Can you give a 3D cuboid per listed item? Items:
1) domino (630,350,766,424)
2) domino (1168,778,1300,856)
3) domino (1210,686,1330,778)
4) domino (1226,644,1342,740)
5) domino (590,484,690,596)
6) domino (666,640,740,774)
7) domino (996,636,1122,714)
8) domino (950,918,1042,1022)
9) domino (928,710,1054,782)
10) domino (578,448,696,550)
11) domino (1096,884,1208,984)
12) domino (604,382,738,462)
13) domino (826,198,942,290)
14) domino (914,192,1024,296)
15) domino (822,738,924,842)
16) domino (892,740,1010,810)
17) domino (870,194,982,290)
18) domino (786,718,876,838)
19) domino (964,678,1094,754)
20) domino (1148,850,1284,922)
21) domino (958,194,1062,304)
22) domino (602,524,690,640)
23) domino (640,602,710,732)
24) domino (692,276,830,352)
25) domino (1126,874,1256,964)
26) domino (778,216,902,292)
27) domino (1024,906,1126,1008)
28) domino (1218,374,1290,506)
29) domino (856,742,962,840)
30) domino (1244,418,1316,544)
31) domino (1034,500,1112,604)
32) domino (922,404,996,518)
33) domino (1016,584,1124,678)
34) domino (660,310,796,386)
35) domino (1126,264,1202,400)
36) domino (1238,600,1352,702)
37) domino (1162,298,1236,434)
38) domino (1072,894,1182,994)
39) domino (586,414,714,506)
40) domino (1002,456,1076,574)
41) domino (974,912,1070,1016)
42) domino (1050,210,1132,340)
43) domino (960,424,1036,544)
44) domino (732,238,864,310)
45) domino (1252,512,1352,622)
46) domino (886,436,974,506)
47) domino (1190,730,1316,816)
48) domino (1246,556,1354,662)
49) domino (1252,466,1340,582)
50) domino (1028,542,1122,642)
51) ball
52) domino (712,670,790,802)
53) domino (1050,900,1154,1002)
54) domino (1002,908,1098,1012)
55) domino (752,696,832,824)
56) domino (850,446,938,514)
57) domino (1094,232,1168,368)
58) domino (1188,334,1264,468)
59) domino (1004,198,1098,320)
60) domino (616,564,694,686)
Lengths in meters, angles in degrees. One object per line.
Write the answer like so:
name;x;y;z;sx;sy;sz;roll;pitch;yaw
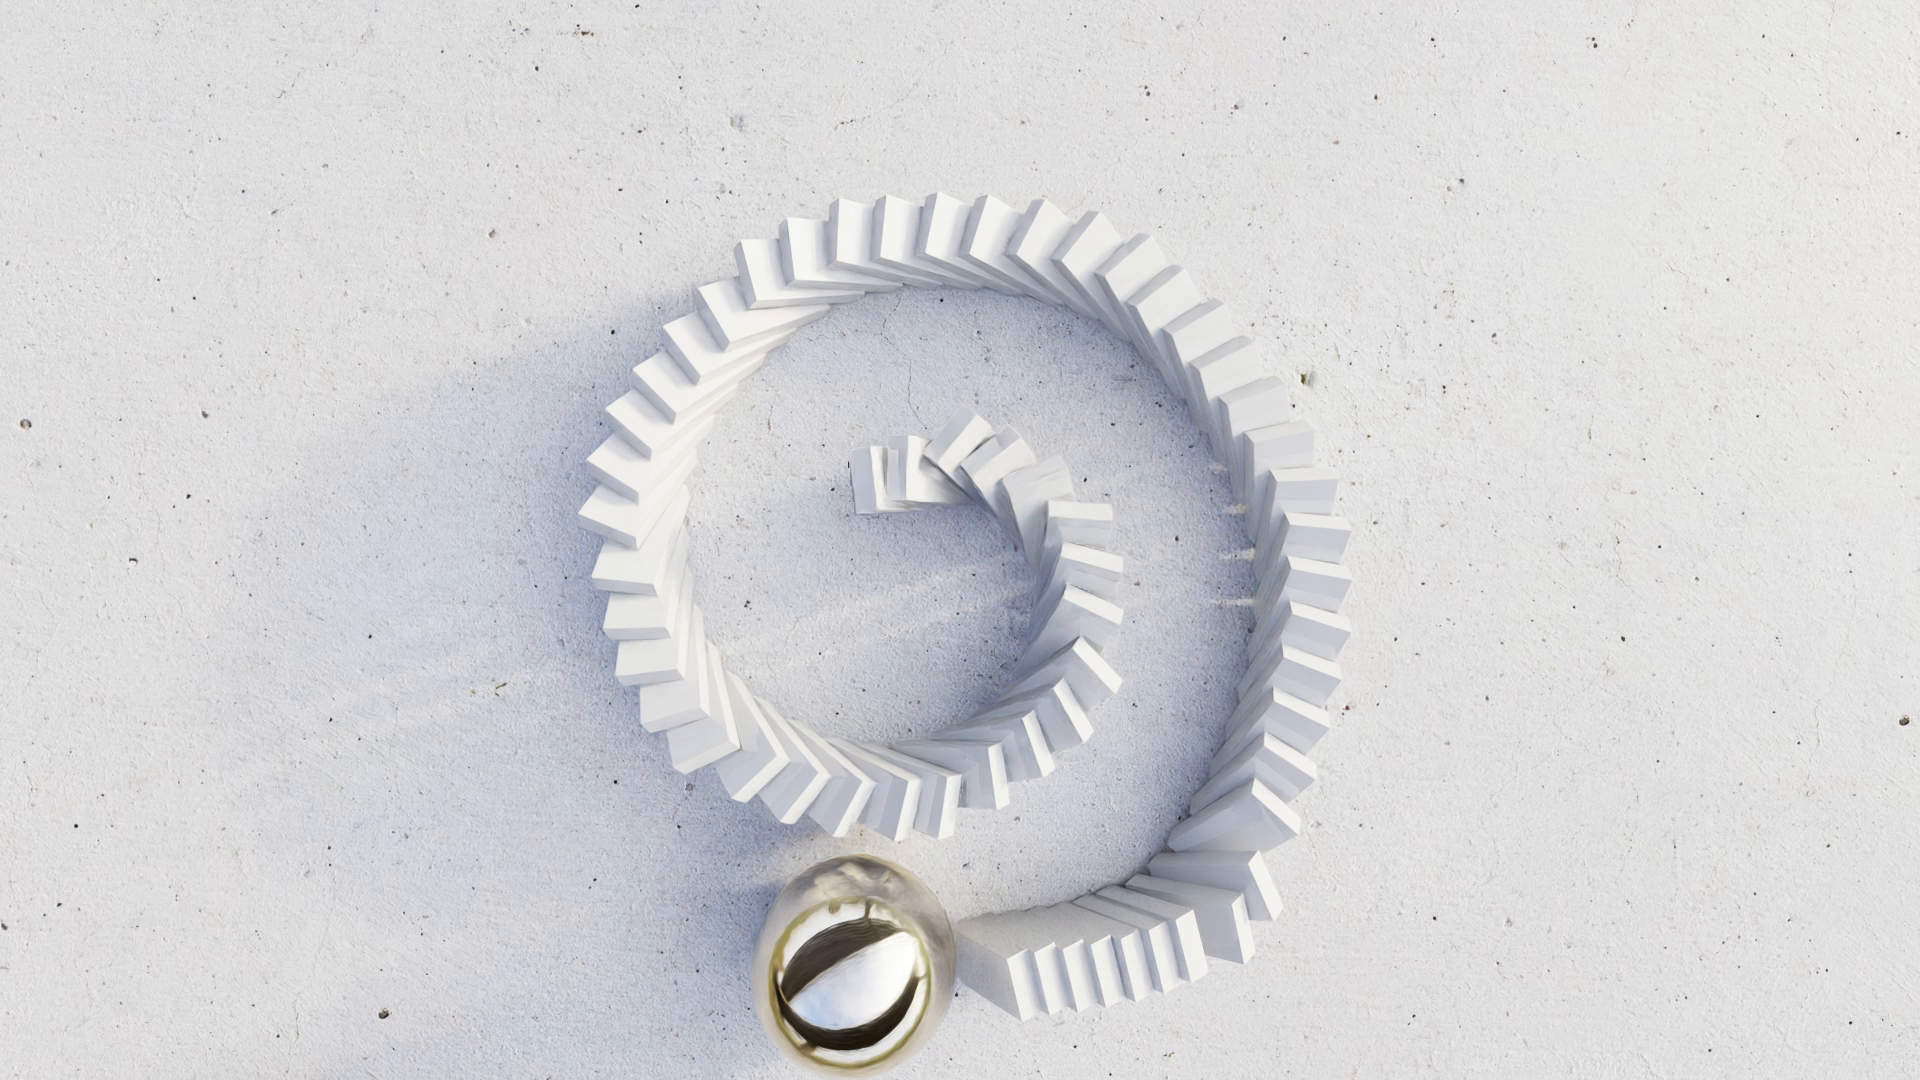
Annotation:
domino;-0.108;-0.072;0.382;0.025;0.009;0.050;45;56;0
domino;0.113;0.121;0.382;0.025;0.009;0.050;42;126;0
domino;0.128;0.086;0.383;0.025;0.009;0.050;26;123;0
domino;0.134;0.068;0.382;0.025;0.010;0.050;21;123;0
domino;-0.132;-0.002;0.382;0.025;0.010;0.050;6;56;0
domino;-0.110;0.069;0.382;0.025;0.010;0.050;-25;55;1
domino;0.040;0.063;0.381;0.025;0.010;0.050;47;127;-1
domino;0.013;0.175;0.376;0.010;0.050;0.025;-14;90;-29
domino;0.013;0.088;0.381;0.050;0.009;0.025;-20;90;36
domino;-0.133;-0.022;0.382;0.025;0.010;0.050;22;55;0
domino;0.078;0.160;0.376;0.009;0.050;0.025;-14;90;-30
domino;-0.120;-0.058;0.382;0.025;0.010;0.050;41;56;1
domino;-0.030;-0.123;0.382;0.050;0.010;0.025;3;90;-34
domino;0.007;-0.123;0.382;0.050;0.010;0.025;12;90;-33
domino;-0.040;0.103;0.381;0.050;0.010;0.025;15;93;37
domino;-0.004;0.097;0.382;0.050;0.010;0.025;-8;90;36
domino;-0.012;-0.123;0.382;0.050;0.009;0.025;6;90;-34
domino;-0.060;0.098;0.382;0.050;0.009;0.025;28;90;35
domino;0.028;0.078;0.381;0.050;0.009;0.025;-29;91;36
domino;0.104;0.143;0.378;0.009;0.050;0.025;-26;92;-44
domino;0.025;-0.120;0.382;0.050;0.009;0.025;18;90;-33
domino;-0.130;0.017;0.382;0.025;0.009;0.050;-2;56;0
domino;-0.120;0.052;0.382;0.025;0.009;0.050;-16;55;0
domino;-0.082;-0.099;0.382;0.050;0.009;0.025;-31;90;-34
domino;0.094;0.156;0.378;0.050;0.010;0.025;-8;96;45
domino;-0.049;-0.118;0.382;0.050;0.010;0.025;-7;89;-34
domino;0.045;0.170;0.376;0.009;0.050;0.025;-14;90;-29
domino;0.125;-0.041;0.382;0.025;0.010;0.050;-20;123;0
domino;-0.024;0.104;0.381;0.050;0.009;0.025;9;91;37
domino;0.133;-0.024;0.382;0.025;0.010;0.050;-12;124;0
domino;0.046;0.007;0.380;0.025;0.009;0.050;4;132;0
domino;0.008;-0.031;0.378;0.025;0.050;0.010;-50;51;0
domino;0.045;0.043;0.381;0.025;0.009;0.050;26;129;0
domino;-0.096;-0.086;0.382;0.050;0.010;0.025;-37;90;-34
domino;0.091;-0.086;0.382;0.025;0.010;0.050;-38;123;0
domino;0.139;0.051;0.382;0.025;0.010;0.050;18;123;0
domino;0.104;-0.072;0.382;0.025;0.009;0.050;-30;123;0
domino;0.067;0.164;0.376;0.009;0.050;0.025;-14;90;-30
domino;-0.128;-0.040;0.382;0.025;0.009;0.050;32;56;1
domino;0.036;-0.010;0.379;0.025;0.009;0.050;-21;135;0
domino;0.024;0.172;0.376;0.009;0.050;0.025;-14;90;-29
domino;0.062;-0.109;0.382;0.050;0.010;0.025;39;89;-34
domino;0.022;-0.022;0.378;0.025;0.050;0.010;-38;48;0
domino;-0.067;-0.112;0.382;0.050;0.010;0.025;-15;90;-34
domino;0.142;0.013;0.382;0.025;0.010;0.050;6;123;-1
domino;-0.011;-0.028;0.376;0.009;0.050;0.025;1;90;32
domino;0.121;0.104;0.382;0.025;0.010;0.050;33;123;0
domino;0.141;0.032;0.382;0.025;0.010;0.050;11;123;0
domino;0.139;-0.006;0.382;0.025;0.010;0.050;-3;124;-1
domino;0.047;0.025;0.380;0.025;0.010;0.050;16;130;0
ball;-0.041;0.166;0.360;0.080;0.080;0.080;0;90;0
domino;-0.094;0.081;0.382;0.025;0.009;0.050;-43;55;0
domino;0.057;0.168;0.376;0.010;0.050;0.025;-14;90;-30
domino;0.035;0.171;0.376;0.009;0.050;0.025;-14;90;-29
domino;-0.078;0.091;0.382;0.050;0.010;0.025;39;90;35
domino;-0.026;-0.024;0.375;0.009;0.050;0.025;-7;90;26
domino;0.079;-0.099;0.382;0.025;0.009;0.050;-41;123;-1
domino;0.115;-0.057;0.382;0.025;0.010;0.050;-27;123;0
domino;0.044;-0.116;0.382;0.050;0.010;0.025;28;90;-34
domino;-0.127;0.035;0.382;0.025;0.009;0.050;-7;56;0
